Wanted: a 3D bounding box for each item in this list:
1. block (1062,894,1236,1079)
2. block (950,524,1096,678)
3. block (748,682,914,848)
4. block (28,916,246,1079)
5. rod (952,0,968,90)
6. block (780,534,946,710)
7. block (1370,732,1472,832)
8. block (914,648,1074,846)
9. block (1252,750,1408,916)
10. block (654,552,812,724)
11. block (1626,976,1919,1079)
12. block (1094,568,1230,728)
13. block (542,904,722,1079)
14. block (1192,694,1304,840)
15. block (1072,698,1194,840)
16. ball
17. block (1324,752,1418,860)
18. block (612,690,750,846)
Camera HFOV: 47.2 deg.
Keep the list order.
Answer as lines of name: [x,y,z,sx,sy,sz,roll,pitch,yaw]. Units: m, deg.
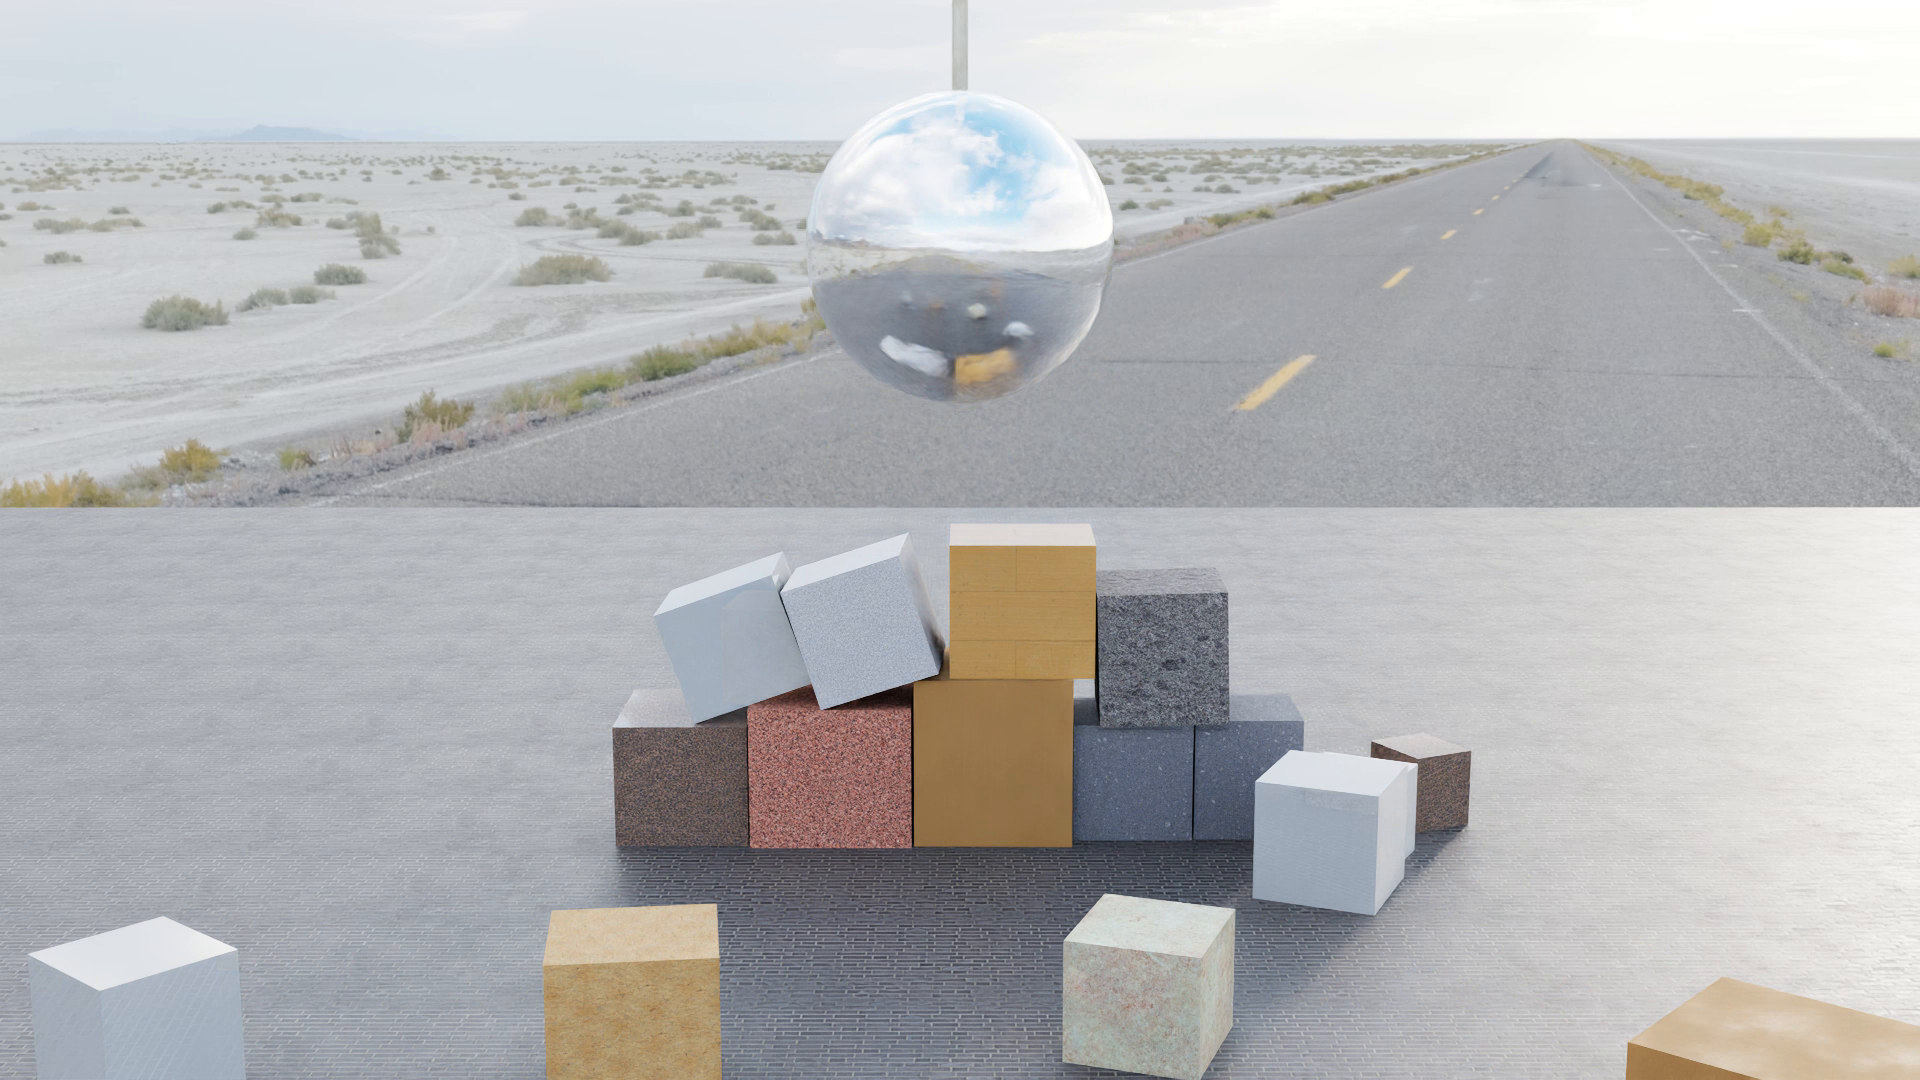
block: [0.745,1.741,8.616,0.539,0.492,0.567,4,11,20]
block: [0.313,0.304,11.214,0.725,0.676,0.626,0,10,0]
block: [-0.650,1.122,11.395,0.812,0.715,0.833,0,10,0]
block: [-3.072,1.792,8.217,0.540,0.534,0.541,9,14,41]
rod: [0.000,-4.799,10.490,0.080,5.200,0.080,0,14,0]
block: [-0.479,0.403,11.153,0.617,0.624,0.641,-17,9,6]
block: [2.403,1.266,11.502,0.345,0.394,0.389,-5,12,-26]
block: [0.170,1.056,11.360,0.795,0.858,0.742,0,10,1]
block: [1.759,1.375,10.420,0.580,0.567,0.589,5,11,24]
block: [-1.129,0.490,11.277,0.629,0.586,0.629,-19,10,4]
block: [2.546,1.918,6.754,0.762,0.810,0.711,9,14,41]
block: [1.021,0.541,11.269,0.648,0.673,0.658,-2,10,1]
block: [-1.213,1.757,8.215,0.626,0.603,0.577,-1,10,-7]
block: [1.461,1.169,11.404,0.548,0.620,0.540,0,10,0]
block: [0.875,1.179,11.389,0.605,0.605,0.556,0,10,0]
ball: [0.000,-1.504,11.327,1.600,1.600,1.600,0,10,0]
block: [1.967,1.347,10.909,0.480,0.447,0.418,5,12,28]
block: [-1.400,1.169,11.412,0.670,0.617,0.777,0,10,0]
